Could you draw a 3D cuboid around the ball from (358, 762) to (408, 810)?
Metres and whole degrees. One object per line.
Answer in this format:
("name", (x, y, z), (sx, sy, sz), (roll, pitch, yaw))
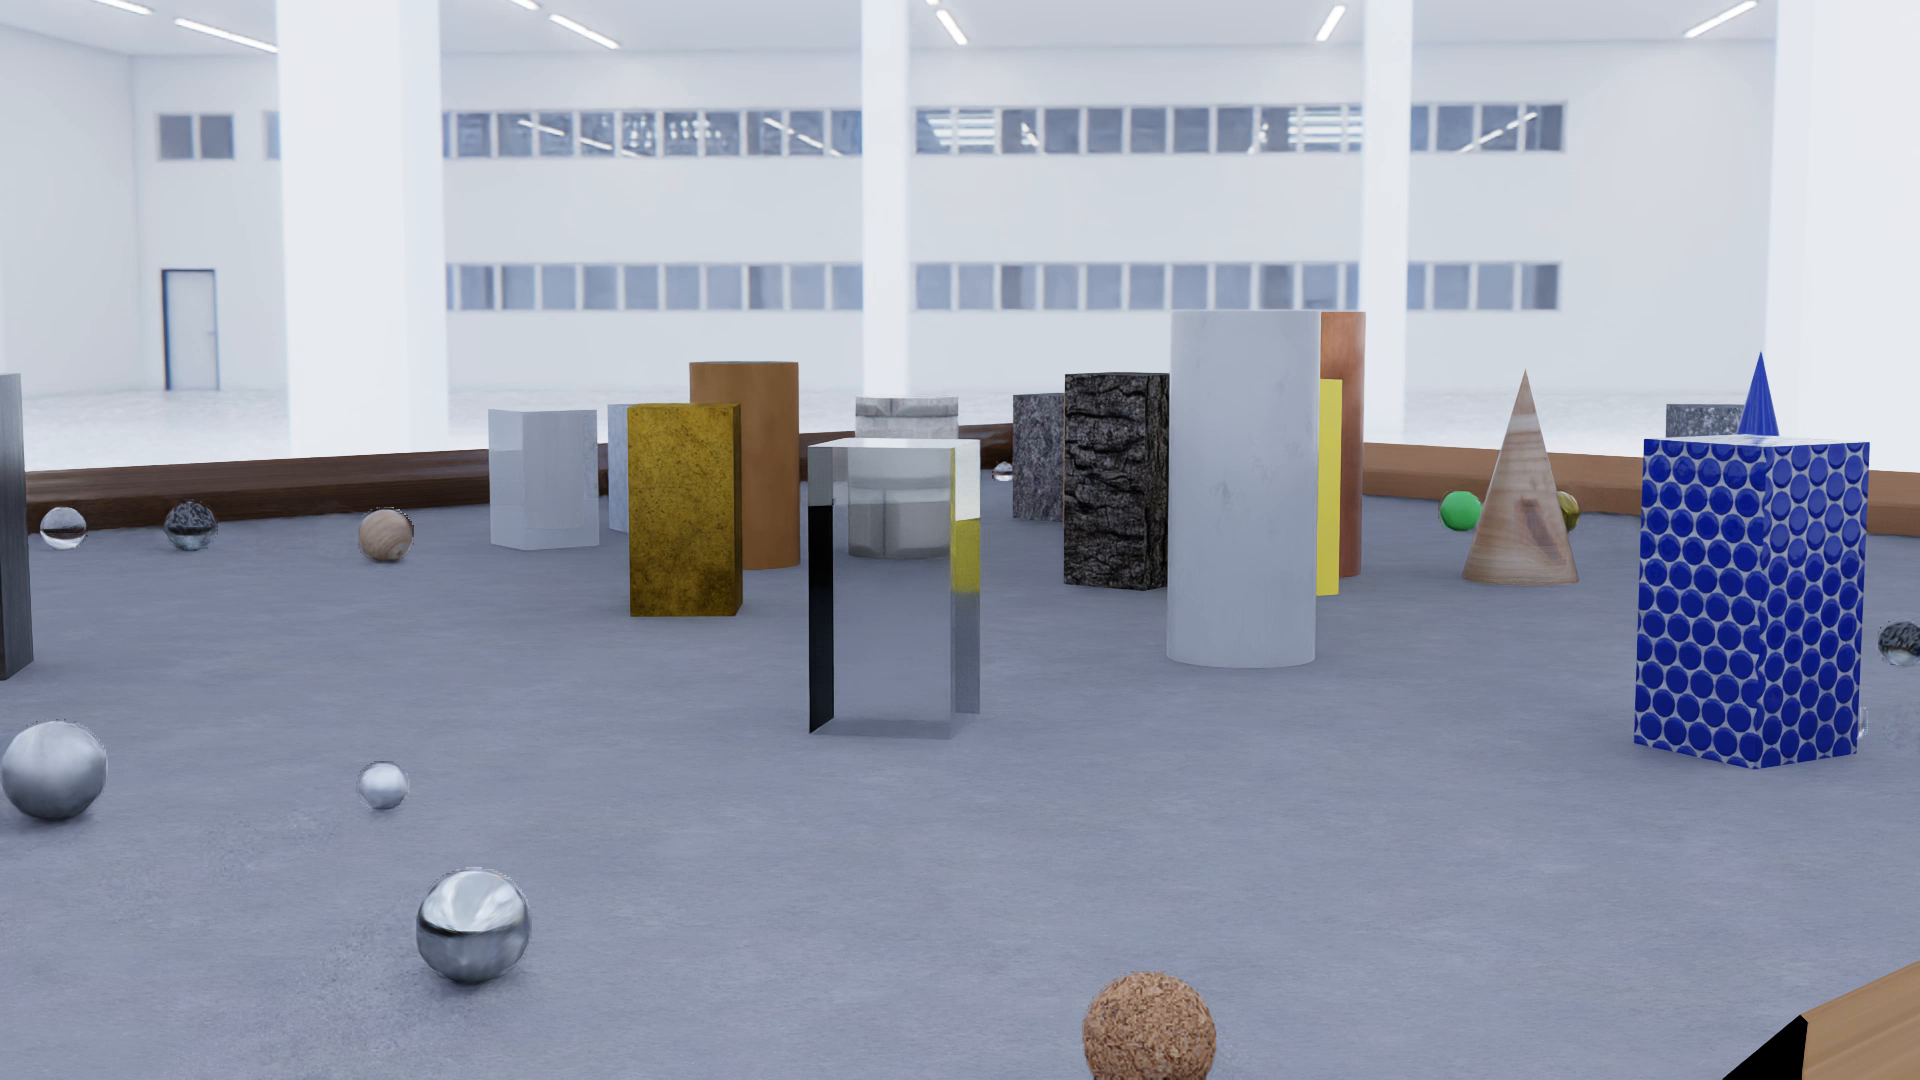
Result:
("ball", (-0.512, 0.219, 1.953), (0.042, 0.042, 0.042), (0, 6, 0))

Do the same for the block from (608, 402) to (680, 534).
("block", (-0.608, -0.145, 4.411), (0.151, 0.251, 0.151), (-3, 7, -28))

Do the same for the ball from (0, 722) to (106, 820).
("ball", (-0.789, 0.201, 1.916), (0.086, 0.086, 0.086), (0, 6, 0))

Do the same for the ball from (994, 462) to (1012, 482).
("ball", (0.112, -0.173, 5.623), (0.052, 0.052, 0.052), (0, 6, 0))

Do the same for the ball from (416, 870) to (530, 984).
("ball", (-0.321, 0.256, 1.452), (0.075, 0.075, 0.075), (0, 6, 0))

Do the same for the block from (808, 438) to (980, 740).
("block", (-0.068, 0.047, 2.345), (0.151, 0.302, 0.151), (1, 6, 12))

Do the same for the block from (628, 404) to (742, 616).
("block", (-0.403, -0.047, 3.241), (0.151, 0.302, 0.151), (0, 6, -1))

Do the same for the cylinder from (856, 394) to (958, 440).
("cylinder", (-0.097, -0.122, 4.032), (0.189, 0.284, 0.189), (0, 6, 0))

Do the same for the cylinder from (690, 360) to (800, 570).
("cylinder", (-0.373, -0.133, 3.820), (0.189, 0.350, 0.189), (0, 6, 0))

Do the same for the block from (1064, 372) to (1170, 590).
("block", (0.273, -0.099, 3.554), (0.151, 0.339, 0.151), (4, 7, 36))

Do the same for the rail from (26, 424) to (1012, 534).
("rail", (-1.327, -0.119, 4.762), (4.065, 0.123, 0.045), (-6, 8, -42))

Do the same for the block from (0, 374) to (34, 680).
("block", (-1.232, -0.019, 2.675), (0.151, 0.363, 0.151), (-1, 6, -11))

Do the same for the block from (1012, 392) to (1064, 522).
("block", (0.219, -0.177, 4.662), (0.151, 0.261, 0.151), (5, 8, 41))

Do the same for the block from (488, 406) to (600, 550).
("block", (-0.784, -0.119, 4.138), (0.151, 0.255, 0.151), (-4, 7, -36))

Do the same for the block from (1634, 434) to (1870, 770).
("block", (0.795, 0.056, 2.214), (0.151, 0.313, 0.151), (-4, 7, -30))

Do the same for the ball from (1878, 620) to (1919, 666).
("ball", (1.174, 0.129, 2.737), (0.057, 0.057, 0.057), (0, 6, 0))

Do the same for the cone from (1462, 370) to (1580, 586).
("cone", (0.923, -0.108, 3.606), (0.189, 0.346, 0.189), (0, 6, 0))

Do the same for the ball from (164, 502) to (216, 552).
("ball", (-1.410, -0.024, 4.028), (0.090, 0.090, 0.090), (0, 6, 0))

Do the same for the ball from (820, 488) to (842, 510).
("ball", (-0.285, -0.091, 4.850), (0.050, 0.050, 0.050), (0, 6, 0))

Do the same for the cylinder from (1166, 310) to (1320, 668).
("cylinder", (0.359, -0.070, 2.793), (0.189, 0.441, 0.189), (0, 6, 0))

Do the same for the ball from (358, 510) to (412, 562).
("ball", (-1.007, -0.007, 3.856), (0.093, 0.093, 0.093), (0, 6, 0))

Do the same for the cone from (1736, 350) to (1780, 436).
("cone", (1.102, -0.070, 3.046), (0.189, 0.387, 0.189), (0, 6, 0))

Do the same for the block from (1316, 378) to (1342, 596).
("block", (0.488, -0.085, 3.442), (0.151, 0.333, 0.151), (-3, 7, -27))

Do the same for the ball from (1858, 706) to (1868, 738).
("ball", (0.906, 0.186, 2.254), (0.045, 0.045, 0.045), (0, 6, 0))

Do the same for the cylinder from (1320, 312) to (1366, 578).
("cylinder", (0.582, -0.164, 3.695), (0.189, 0.438, 0.189), (0, 6, 0))

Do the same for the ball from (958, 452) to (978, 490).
("ball", (0.002, -0.170, 5.409), (0.089, 0.089, 0.089), (0, 6, 0))

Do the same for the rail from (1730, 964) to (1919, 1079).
("rail", (1.327, 0.183, 1.902), (4.065, 0.123, 0.045), (-6, 8, -42))

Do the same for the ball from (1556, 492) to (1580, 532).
("ball", (1.173, -0.053, 4.317), (0.086, 0.086, 0.086), (0, 6, 0))

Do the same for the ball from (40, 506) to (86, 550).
("ball", (-1.651, -0.021, 4.049), (0.080, 0.080, 0.080), (0, 6, 0))

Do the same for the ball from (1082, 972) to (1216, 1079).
("ball", (0.106, 0.279, 1.229), (0.074, 0.074, 0.074), (0, 6, 0))

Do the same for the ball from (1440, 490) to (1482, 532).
("ball", (0.999, -0.058, 4.385), (0.082, 0.082, 0.082), (0, 6, 0))

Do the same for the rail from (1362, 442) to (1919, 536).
("rail", (1.476, -0.111, 4.687), (0.045, 0.123, 3.961), (-6, 8, -42))

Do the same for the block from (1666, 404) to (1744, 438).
("block", (1.336, -0.101, 3.888), (0.151, 0.272, 0.151), (1, 6, 8))
